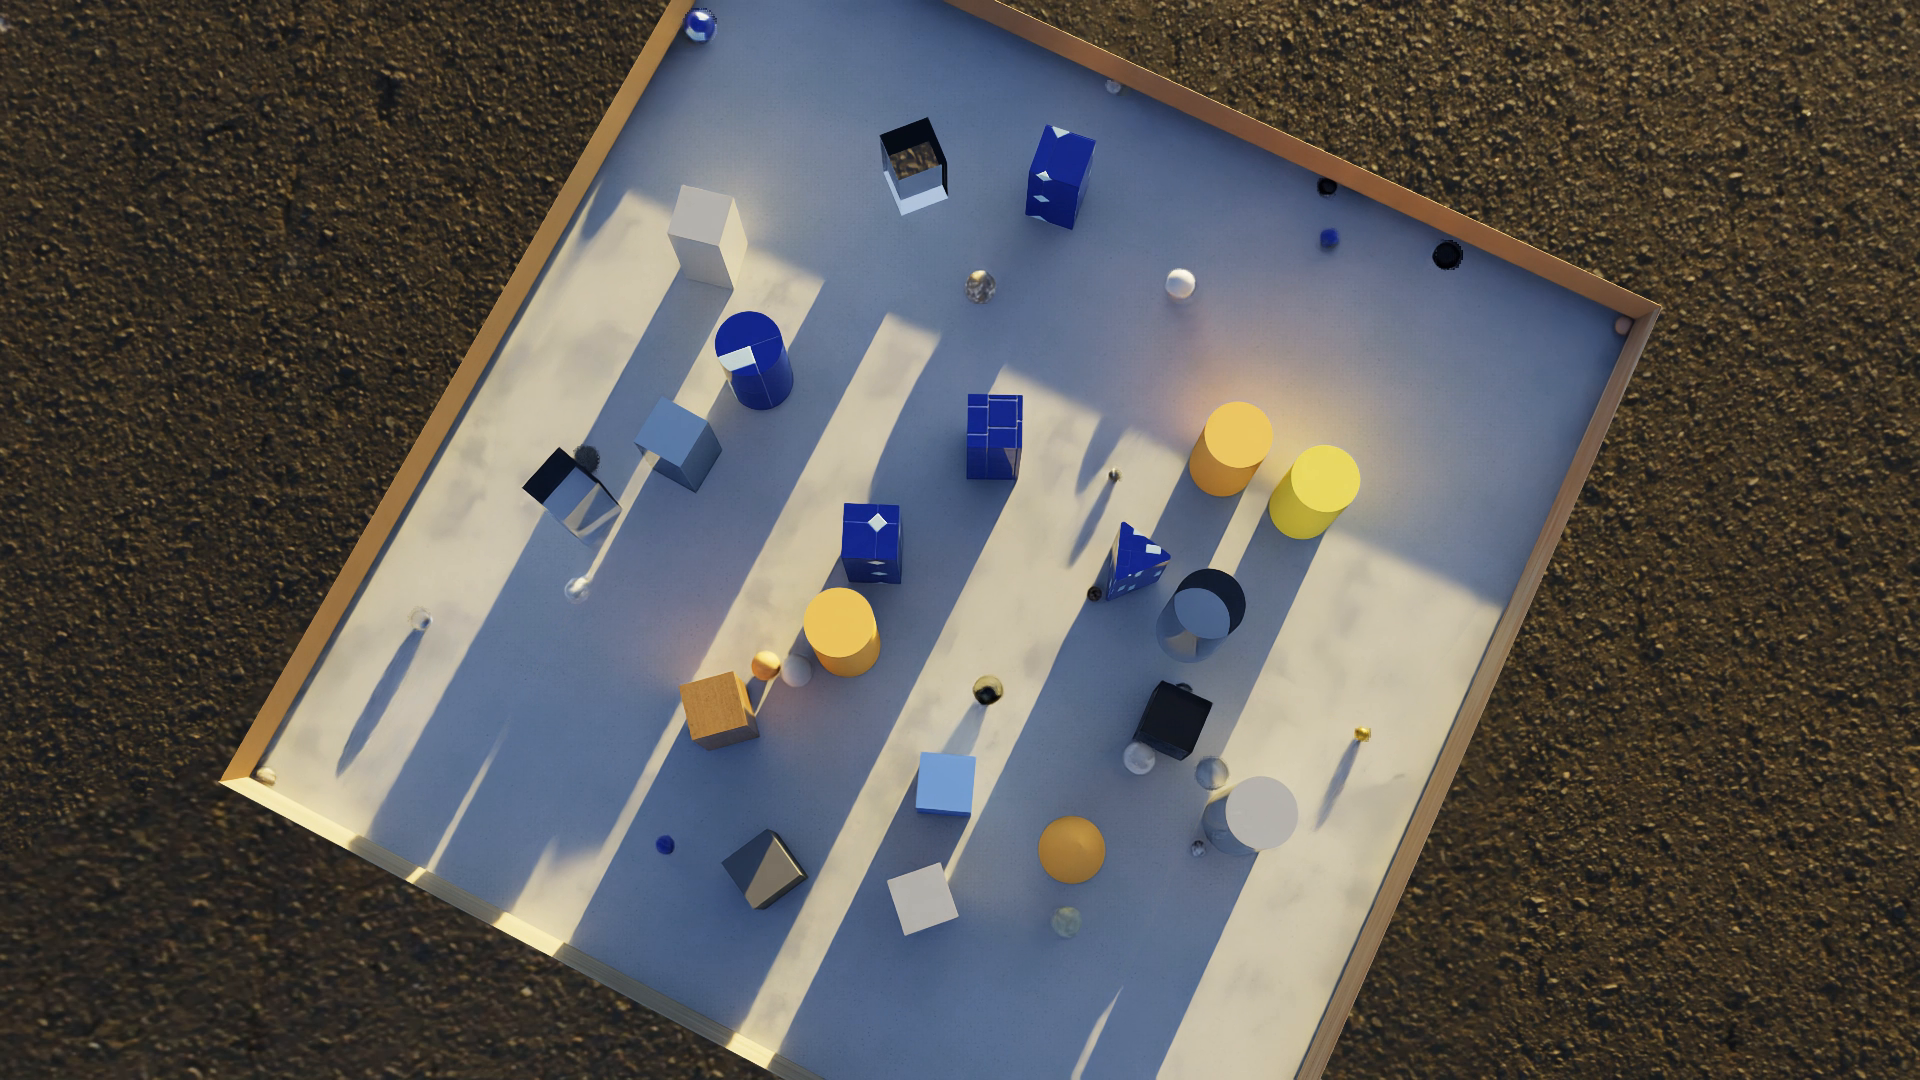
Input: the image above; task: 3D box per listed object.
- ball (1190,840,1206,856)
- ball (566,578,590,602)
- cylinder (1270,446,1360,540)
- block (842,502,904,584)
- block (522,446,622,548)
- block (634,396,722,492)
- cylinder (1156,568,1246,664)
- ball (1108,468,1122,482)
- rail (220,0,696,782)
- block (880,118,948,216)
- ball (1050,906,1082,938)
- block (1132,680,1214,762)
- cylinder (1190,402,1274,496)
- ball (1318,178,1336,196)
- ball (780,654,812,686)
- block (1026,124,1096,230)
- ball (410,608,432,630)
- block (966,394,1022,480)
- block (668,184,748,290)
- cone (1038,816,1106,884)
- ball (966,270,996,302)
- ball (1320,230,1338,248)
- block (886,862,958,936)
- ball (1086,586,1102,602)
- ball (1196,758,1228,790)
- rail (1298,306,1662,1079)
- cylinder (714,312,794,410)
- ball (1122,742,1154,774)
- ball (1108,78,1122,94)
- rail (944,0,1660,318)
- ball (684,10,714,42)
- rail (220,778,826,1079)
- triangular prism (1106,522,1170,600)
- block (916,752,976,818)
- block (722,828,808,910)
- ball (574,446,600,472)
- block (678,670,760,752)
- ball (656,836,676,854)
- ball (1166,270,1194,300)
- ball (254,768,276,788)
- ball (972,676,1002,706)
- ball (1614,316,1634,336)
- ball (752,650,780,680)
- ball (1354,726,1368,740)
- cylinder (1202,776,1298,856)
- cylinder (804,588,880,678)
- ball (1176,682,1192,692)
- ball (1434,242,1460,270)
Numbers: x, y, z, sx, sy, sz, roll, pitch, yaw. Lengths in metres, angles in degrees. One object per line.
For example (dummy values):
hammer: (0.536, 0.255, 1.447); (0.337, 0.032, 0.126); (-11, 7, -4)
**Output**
ball: (0.704, 0.910, 5.404); (0.047, 0.047, 0.047); (0, 78, 0)
ball: (-1.157, 0.152, 5.547); (0.076, 0.076, 0.076); (0, 78, 0)
cylinder: (1.050, -0.138, 5.448); (0.198, 0.385, 0.198); (0, 78, 0)
block: (-0.256, 0.014, 5.414); (0.159, 0.391, 0.159); (2, 78, 0)
block: (-1.149, -0.123, 5.453); (0.159, 0.370, 0.159); (39, 81, 7)
block: (-0.843, -0.283, 5.507); (0.159, 0.330, 0.159); (29, 80, 6)
cylinder: (0.693, 0.226, 5.320); (0.198, 0.490, 0.198); (0, 78, 0)
ball: (0.478, -0.200, 5.637); (0.041, 0.041, 0.041); (0, 78, 0)
rail: (-1.416, -0.687, 5.692); (0.045, 0.129, 3.235); (26, 80, 5)
block: (-0.142, -1.162, 5.712); (0.159, 0.284, 0.159); (-21, 79, -4)
ball: (0.309, 1.114, 5.341); (0.089, 0.089, 0.089); (0, 78, 0)
block: (0.621, 0.532, 5.371); (0.159, 0.264, 0.159); (24, 79, 5)
cylinder: (0.807, -0.268, 5.484); (0.198, 0.368, 0.198); (0, 78, 0)
ball: (1.167, -1.122, 5.820); (0.057, 0.057, 0.057); (0, 78, 0)
ball: (-0.490, 0.389, 5.487); (0.097, 0.097, 0.097); (0, 78, 0)
block: (0.308, -1.118, 5.671); (0.159, 0.347, 0.159); (19, 79, 4)
ball: (-1.628, 0.240, 5.533); (0.065, 0.065, 0.065); (0, 78, 0)
block: (0.101, -0.304, 5.479); (0.159, 0.392, 0.159); (1, 78, 0)
block: (-0.769, -0.922, 5.612); (0.159, 0.383, 0.159); (14, 79, 3)
cone: (0.331, 0.877, 5.230); (0.198, 0.402, 0.198); (0, 78, 0)
ball: (0.065, -0.792, 5.731); (0.098, 0.098, 0.098); (0, 78, 0)
ball: (1.165, -0.951, 5.784); (0.059, 0.059, 0.059); (0, 78, 0)
block: (-0.105, 1.032, 5.263); (0.159, 0.274, 0.159); (-19, 79, -4)
ball: (0.408, 0.163, 5.560); (0.045, 0.045, 0.045); (0, 78, 0)
ball: (0.745, 0.692, 5.424); (0.097, 0.097, 0.097); (0, 78, 0)
rail: (1.416, 0.700, 5.405); (0.045, 0.129, 3.235); (26, 80, 5)
cylinder: (-0.619, -0.538, 5.540); (0.198, 0.368, 0.198); (0, 78, 0)
ball: (0.530, 0.646, 5.435); (0.094, 0.094, 0.094); (0, 78, 0)
ball: (0.497, -1.460, 5.895); (0.047, 0.047, 0.047); (0, 78, 0)
rail: (0.713, -1.389, 5.837); (3.214, 0.129, 0.045); (26, 80, 5)
ball: (-0.841, -1.657, 5.909); (0.099, 0.099, 0.099); (0, 78, 0)
rail: (-0.713, 1.403, 5.259); (3.214, 0.129, 0.045); (26, 80, 5)
triangular prism: (0.497, 0.050, 5.427); (0.172, 0.351, 0.149); (-22, 79, -4)
block: (-0.040, 0.714, 5.336); (0.159, 0.259, 0.159); (5, 78, 1)
block: (-0.558, 0.949, 5.268); (0.159, 0.298, 0.159); (-36, 81, -7)
ball: (-1.147, -0.245, 5.626); (0.082, 0.082, 0.082); (0, 78, 0)
block: (-0.697, 0.501, 5.335); (0.159, 0.347, 0.159); (-15, 79, -3)
ball: (-0.866, 0.900, 5.402); (0.054, 0.054, 0.054); (0, 78, 0)
ball: (0.689, -0.800, 5.735); (0.092, 0.092, 0.092); (0, 78, 0)
ball: (-2.062, 0.707, 5.439); (0.061, 0.061, 0.061); (0, 78, 0)
ball: (0.083, 0.449, 5.478); (0.089, 0.089, 0.089); (0, 78, 0)
ball: (2.077, -0.670, 5.724); (0.061, 0.061, 0.061); (0, 78, 0)
ball: (-0.582, 0.376, 5.494); (0.087, 0.087, 0.087); (0, 78, 0)
ball: (1.198, 0.580, 5.475); (0.042, 0.042, 0.042); (0, 78, 0)
cylinder: (0.820, 0.789, 5.210); (0.198, 0.477, 0.198); (0, 78, 0)
cylinder: (-0.339, 0.274, 5.341); (0.198, 0.428, 0.198); (0, 78, 0)
ball: (0.667, 0.457, 5.493); (0.058, 0.058, 0.058); (0, 78, 0)
ball: (1.530, -0.893, 5.759); (0.082, 0.082, 0.082); (0, 78, 0)
